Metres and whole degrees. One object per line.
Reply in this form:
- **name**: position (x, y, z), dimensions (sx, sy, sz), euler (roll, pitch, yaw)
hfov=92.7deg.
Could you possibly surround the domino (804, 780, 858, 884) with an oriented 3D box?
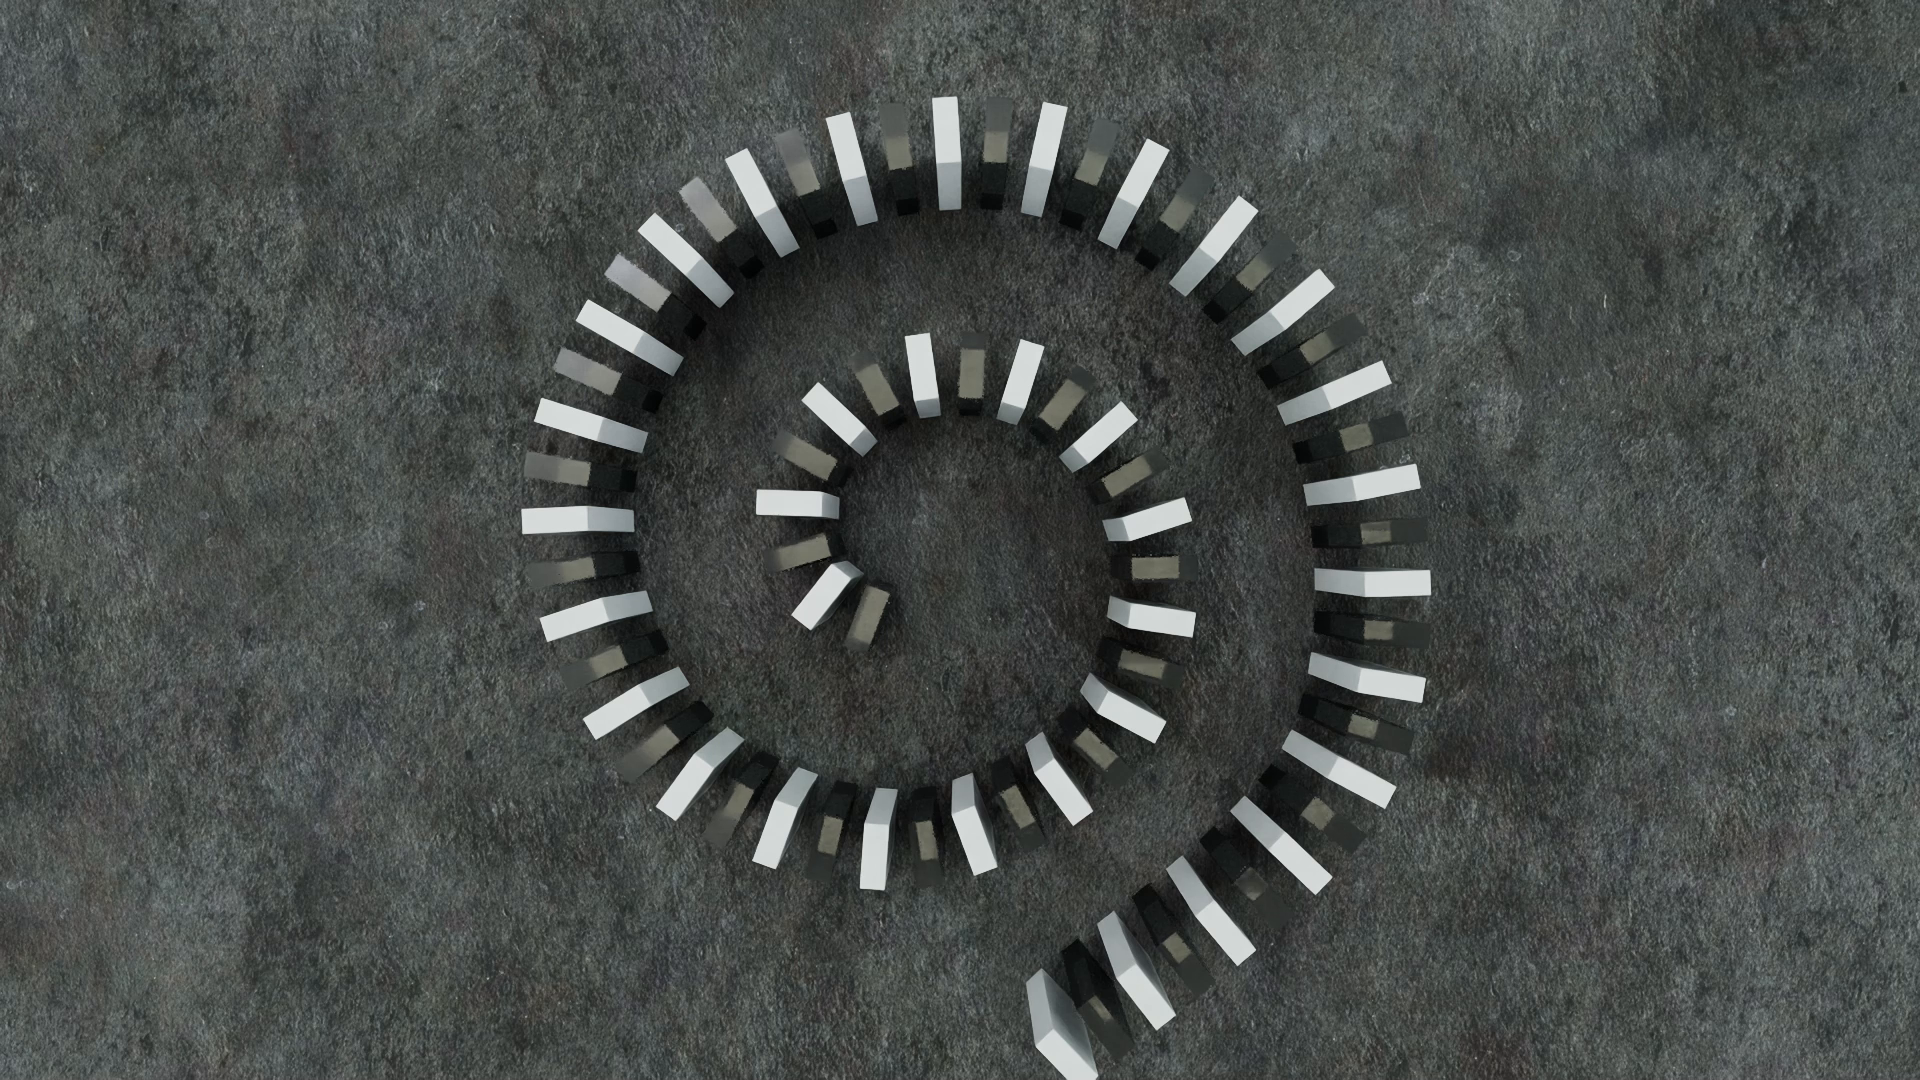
- **domino**: position (-0.052, 0.118, 0.375), dimensions (0.010, 0.050, 0.025), euler (13, 90, 0)

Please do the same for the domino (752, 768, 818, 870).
- **domino**: position (-0.071, 0.112, 0.375), dimensions (0.010, 0.050, 0.025), euler (20, 90, 0)

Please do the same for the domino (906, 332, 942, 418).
- **domino**: position (-0.015, -0.066, 0.375), dimensions (0.009, 0.050, 0.025), euler (-8, 90, 0)

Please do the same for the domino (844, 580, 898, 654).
- **domino**: position (-0.036, 0.030, 0.375), dimensions (0.010, 0.050, 0.025), euler (21, 90, 0)

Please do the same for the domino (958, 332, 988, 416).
- **domino**: position (0.005, -0.067, 0.375), dimensions (0.009, 0.050, 0.025), euler (4, 90, 0)

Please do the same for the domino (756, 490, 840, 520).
- **domino**: position (-0.065, -0.014, 0.375), dimensions (0.025, 0.050, 0.009), euler (2, 90, 0)

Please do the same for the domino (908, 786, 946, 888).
- **domino**: position (-0.013, 0.120, 0.375), dimensions (0.010, 0.050, 0.025), euler (-10, 90, 0)

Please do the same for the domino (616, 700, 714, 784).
- **domino**: position (-0.120, 0.081, 0.375), dimensions (0.025, 0.050, 0.010), euler (-41, 90, 0)

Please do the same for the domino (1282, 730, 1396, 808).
- **domino**: position (0.154, 0.093, 0.375), dimensions (0.025, 0.050, 0.010), euler (28, 90, 0)

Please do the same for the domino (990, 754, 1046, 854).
- **domino**: position (0.023, 0.107, 0.375), dimensions (0.010, 0.050, 0.025), euler (-29, 90, 0)

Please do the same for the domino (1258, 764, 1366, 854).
- **domino**: position (0.143, 0.109, 0.375), dimensions (0.025, 0.050, 0.010), euler (38, 90, 0)

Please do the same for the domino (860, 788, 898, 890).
- **domino**: position (-0.033, 0.121, 0.375), dimensions (0.010, 0.050, 0.025), euler (4, 90, 0)

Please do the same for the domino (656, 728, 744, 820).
- **domino**: position (-0.105, 0.094, 0.375), dimensions (0.010, 0.050, 0.025), euler (36, 90, 0)

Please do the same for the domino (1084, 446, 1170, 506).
- **domino**: position (0.067, -0.026, 0.375), dimensions (0.025, 0.050, 0.010), euler (-32, 90, 0)

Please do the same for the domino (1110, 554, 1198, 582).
- **domino**: position (0.078, 0.011, 0.375), dimensions (0.025, 0.050, 0.010), euler (-1, 90, 0)

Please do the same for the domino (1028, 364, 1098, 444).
- **domino**: position (0.041, -0.054, 0.375), dimensions (0.009, 0.050, 0.025), euler (37, 90, 0)

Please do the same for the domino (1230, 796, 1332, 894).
- **domino**: position (0.130, 0.124, 0.375), dimensions (0.025, 0.050, 0.010), euler (44, 90, 0)

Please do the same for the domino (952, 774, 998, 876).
- **domino**: position (0.006, 0.115, 0.375), dimensions (0.010, 0.050, 0.025), euler (-20, 90, 0)

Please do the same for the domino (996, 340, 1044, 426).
- **domino**: position (0.024, -0.063, 0.375), dimensions (0.009, 0.050, 0.025), euler (17, 90, 0)

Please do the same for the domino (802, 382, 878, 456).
- **domino**: position (-0.048, -0.048, 0.375), dimensions (0.025, 0.050, 0.009), euler (43, 90, 0)

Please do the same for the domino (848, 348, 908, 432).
- **domino**: position (-0.033, -0.060, 0.375), dimensions (0.009, 0.050, 0.025), euler (-29, 90, 0)

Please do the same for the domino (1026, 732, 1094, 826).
- **domino**: position (0.040, 0.096, 0.375), dimensions (0.009, 0.050, 0.025), euler (-36, 90, 0)

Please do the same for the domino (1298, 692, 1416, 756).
- **domino**: position (0.161, 0.075, 0.375), dimensions (0.025, 0.050, 0.010), euler (16, 90, 0)

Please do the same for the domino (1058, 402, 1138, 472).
- **domino**: position (0.055, -0.041, 0.375), dimensions (0.025, 0.050, 0.010), euler (-42, 90, 0)

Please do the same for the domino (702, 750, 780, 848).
- **domino**: position (-0.088, 0.105, 0.375), dimensions (0.009, 0.050, 0.025), euler (27, 90, 0)

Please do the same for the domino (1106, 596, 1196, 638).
- **domino**: position (0.077, 0.031, 0.375), dimensions (0.025, 0.050, 0.010), euler (8, 90, 0)

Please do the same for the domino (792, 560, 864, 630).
- **domino**: position (-0.053, 0.022, 0.375), dimensions (0.009, 0.050, 0.025), euler (38, 90, 0)

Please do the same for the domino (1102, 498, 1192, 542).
- **domino**: position (0.075, -0.008, 0.375), dimensions (0.025, 0.050, 0.010), euler (-18, 90, 0)

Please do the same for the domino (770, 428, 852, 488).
- **domino**: position (-0.060, -0.033, 0.375), dimensions (0.025, 0.050, 0.010), euler (29, 90, 0)

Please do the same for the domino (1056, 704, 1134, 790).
- **domino**: position (0.054, 0.084, 0.375), dimensions (0.025, 0.050, 0.009), euler (43, 90, 0)

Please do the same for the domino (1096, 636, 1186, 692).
- **domino**: position (0.073, 0.050, 0.375), dimensions (0.025, 0.050, 0.009), euler (17, 90, 0)

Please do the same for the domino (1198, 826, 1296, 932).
- **domino**: position (0.116, 0.137, 0.375), dimensions (0.009, 0.050, 0.025), euler (-43, 90, 0)

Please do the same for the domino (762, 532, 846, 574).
- **domino**: position (-0.063, 0.005, 0.375), dimensions (0.025, 0.050, 0.009), euler (-16, 90, 0)

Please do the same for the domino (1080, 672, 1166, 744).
- **domino**: position (0.066, 0.068, 0.375), dimensions (0.025, 0.050, 0.010), euler (28, 90, 0)

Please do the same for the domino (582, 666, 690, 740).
- **domino**: position (-0.131, 0.066, 0.375), dimensions (0.025, 0.050, 0.010), euler (-32, 90, 0)

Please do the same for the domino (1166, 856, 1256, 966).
- **domino**: position (0.102, 0.150, 0.375), dimensions (0.009, 0.050, 0.025), euler (-40, 90, 0)
